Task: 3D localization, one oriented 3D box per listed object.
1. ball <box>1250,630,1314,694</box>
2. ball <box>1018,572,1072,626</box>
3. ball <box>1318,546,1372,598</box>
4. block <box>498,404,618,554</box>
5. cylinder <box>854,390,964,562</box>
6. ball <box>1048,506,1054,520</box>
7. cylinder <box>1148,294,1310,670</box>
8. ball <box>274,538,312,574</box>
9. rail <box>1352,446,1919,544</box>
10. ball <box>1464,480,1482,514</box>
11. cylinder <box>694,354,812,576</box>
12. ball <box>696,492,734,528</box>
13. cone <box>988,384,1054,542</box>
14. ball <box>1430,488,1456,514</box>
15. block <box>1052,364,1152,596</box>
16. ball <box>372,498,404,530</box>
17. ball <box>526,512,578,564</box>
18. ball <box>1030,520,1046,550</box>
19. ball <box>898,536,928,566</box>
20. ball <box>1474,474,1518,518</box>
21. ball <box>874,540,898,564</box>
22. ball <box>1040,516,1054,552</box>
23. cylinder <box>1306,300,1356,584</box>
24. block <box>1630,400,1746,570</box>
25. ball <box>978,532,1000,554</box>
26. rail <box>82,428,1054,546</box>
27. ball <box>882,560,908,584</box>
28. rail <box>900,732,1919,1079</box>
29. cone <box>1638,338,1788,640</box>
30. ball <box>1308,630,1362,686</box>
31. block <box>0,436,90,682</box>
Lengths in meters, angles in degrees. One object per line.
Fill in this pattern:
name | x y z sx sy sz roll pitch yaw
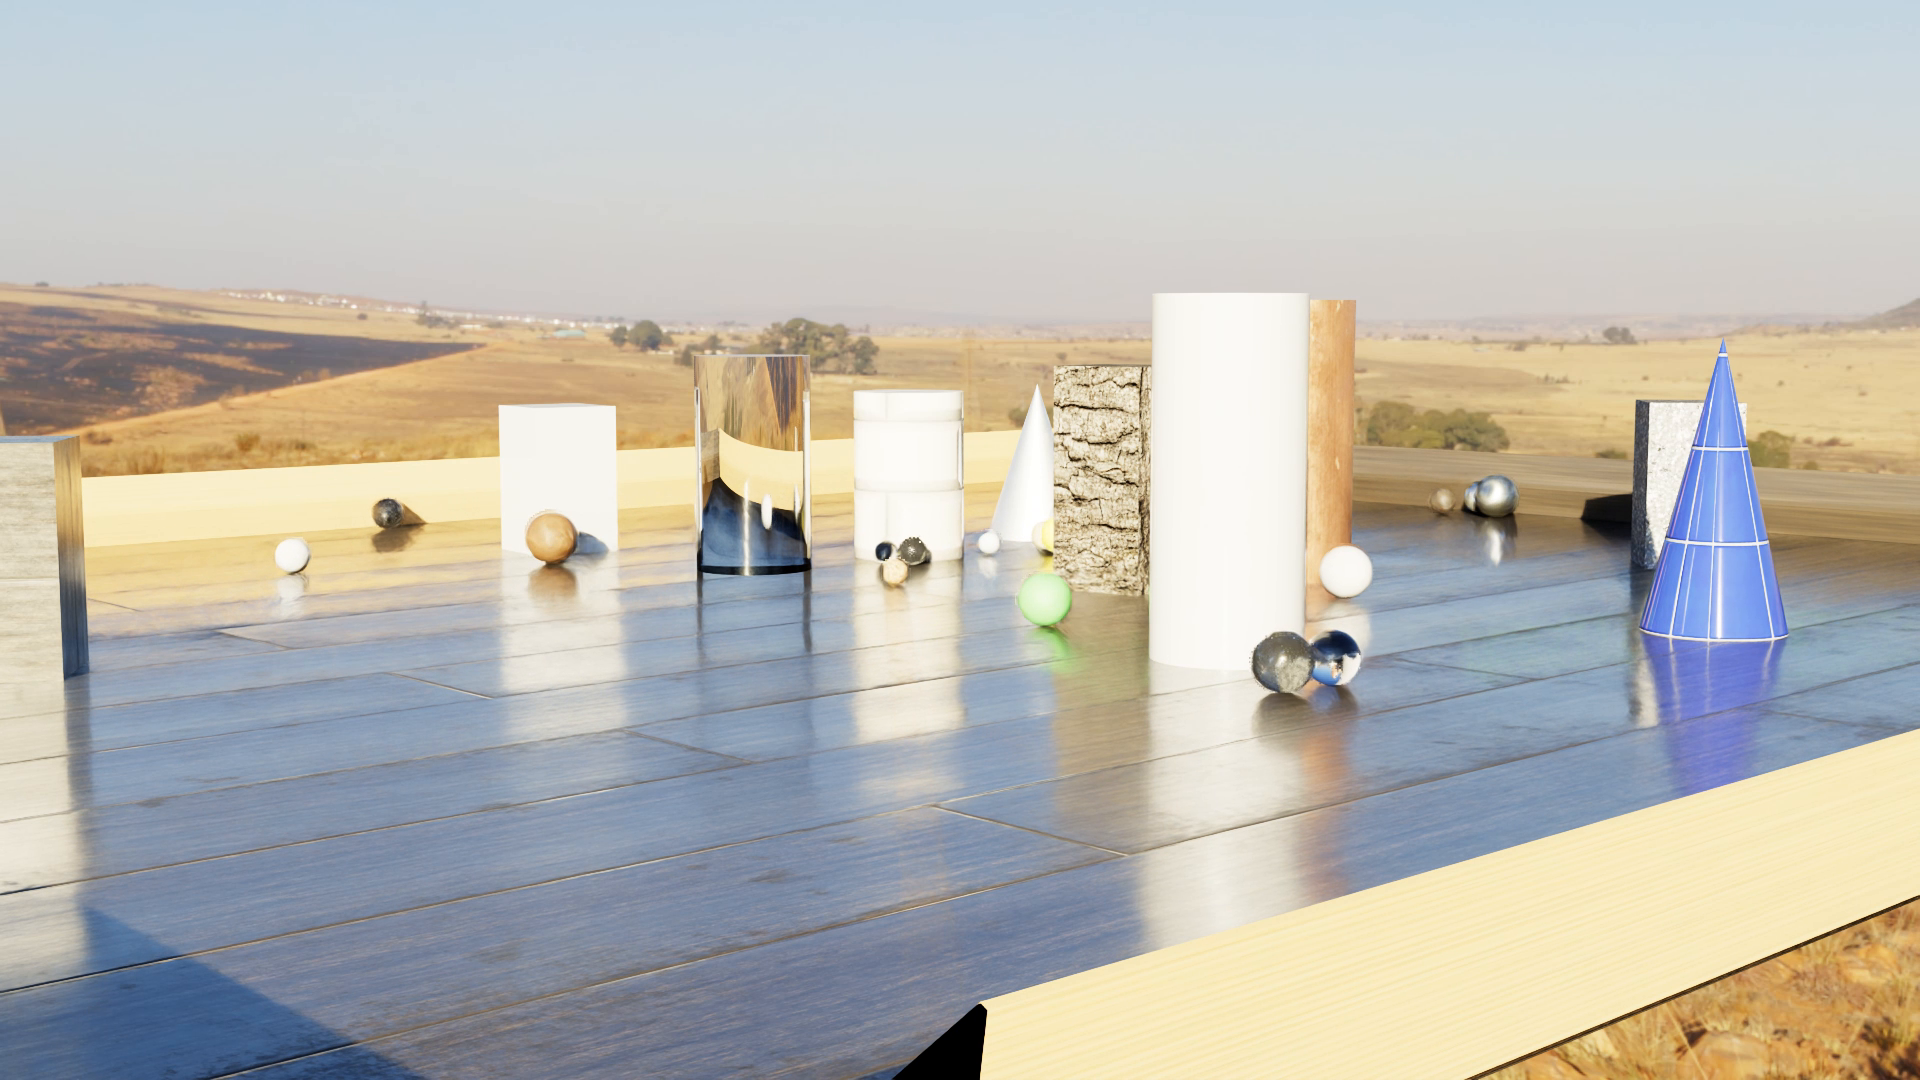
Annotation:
ball | 0.377 0.142 2.570 0.074 0.074 0.074 0 6 0
ball | 0.120 0.084 3.119 0.076 0.076 0.076 0 6 0
ball | 0.599 0.050 3.415 0.082 0.082 0.082 0 6 0
block | -0.749 -0.116 4.102 0.160 0.270 0.160 -4 7 -36
cylinder | -0.093 -0.120 4.001 0.200 0.300 0.200 0 6 0
ball | 0.218 -0.039 4.208 0.095 0.095 0.095 0 6 0
cylinder | 0.344 -0.081 2.815 0.200 0.466 0.200 0 6 0
ball | -1.137 0.027 3.747 0.059 0.059 0.059 0 6 0
rail | 1.411 -0.101 4.627 0.045 0.130 3.454 -5 8 -42
ball | 1.148 -0.094 4.842 0.073 0.073 0.073 0 6 0
cylinder | -0.357 -0.134 3.797 0.200 0.369 0.200 0 6 0
ball | -0.504 -0.062 4.521 0.076 0.076 0.076 0 6 0
cone | 0.153 -0.158 4.350 0.200 0.302 0.200 0 6 0
ball | 1.063 -0.085 4.838 0.056 0.056 0.056 0 6 0
block | 0.261 -0.102 3.543 0.160 0.358 0.160 4 7 36
ball | -1.173 -0.055 4.506 0.066 0.066 0.066 0 6 0
ball | -0.722 -0.004 3.891 0.092 0.092 0.092 0 6 0
ball | 0.159 -0.008 4.106 0.055 0.055 0.055 0 6 0
ball | -0.083 0.019 3.866 0.050 0.050 0.050 0 6 0
ball | 1.159 -0.095 4.753 0.093 0.093 0.093 0 6 0
ball | -0.129 0.022 3.875 0.043 0.043 0.043 0 6 0
ball | 0.183 -0.010 4.047 0.070 0.070 0.070 0 6 0
cylinder | 0.557 -0.169 3.677 0.200 0.463 0.200 0 6 0
block | 1.277 -0.100 3.863 0.160 0.288 0.160 1 6 8
ball | 0.054 0.006 4.034 0.041 0.041 0.041 0 6 0
rail | -1.155 -0.096 4.577 3.888 0.130 0.045 -5 8 -42
ball | -0.106 0.052 3.590 0.041 0.041 0.041 0 6 0
rail | 1.155 0.163 2.087 3.888 0.130 0.045 -5 8 -42
cone | 1.054 -0.077 3.057 0.200 0.409 0.200 0 6 0
ball | 0.444 0.140 2.621 0.067 0.067 0.067 0 6 0
block | -1.178 0.020 2.708 0.160 0.288 0.160 -1 6 -11
